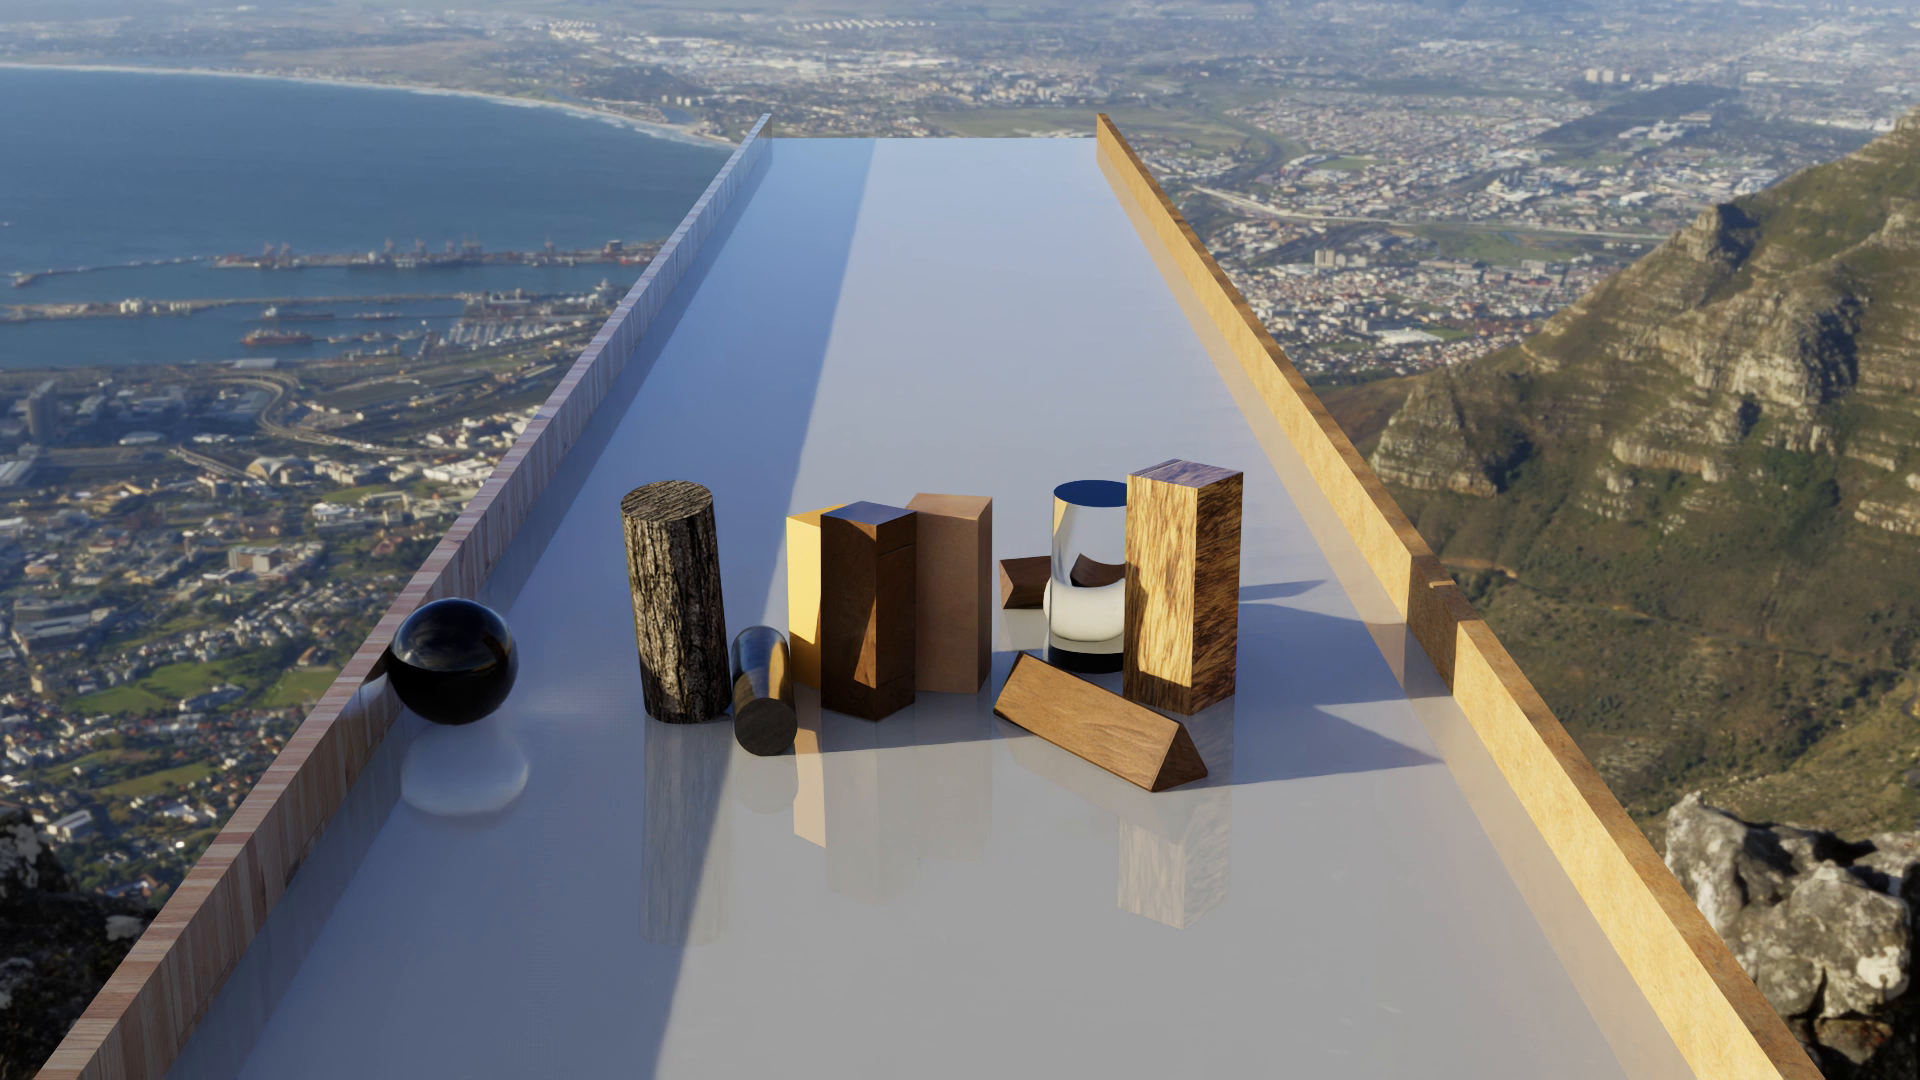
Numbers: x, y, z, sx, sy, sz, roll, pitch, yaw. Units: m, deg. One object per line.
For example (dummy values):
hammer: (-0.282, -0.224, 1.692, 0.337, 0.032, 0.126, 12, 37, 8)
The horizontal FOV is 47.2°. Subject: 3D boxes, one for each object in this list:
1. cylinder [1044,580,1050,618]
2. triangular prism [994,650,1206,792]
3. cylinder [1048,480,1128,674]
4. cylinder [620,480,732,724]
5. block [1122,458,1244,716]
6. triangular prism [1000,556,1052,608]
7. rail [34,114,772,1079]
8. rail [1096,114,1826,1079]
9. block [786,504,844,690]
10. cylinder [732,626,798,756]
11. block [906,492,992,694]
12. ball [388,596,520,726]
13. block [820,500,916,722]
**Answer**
cylinder: (0.343, 0.143, 4.551, 0.330, 0.111, 0.111, 10, 19, 31)
triangular prism: (0.247, 0.314, 3.965, 0.128, 0.111, 0.458, -12, 20, -34)
cylinder: (0.269, 0.072, 4.366, 0.179, 0.345, 0.179, 1, 19, 0)
cylinder: (-0.520, 0.116, 4.052, 0.165, 0.422, 0.165, -2, 28, 1)
block: (0.420, 0.087, 4.159, 0.155, 0.441, 0.155, 13, 21, 37)
triangular prism: (0.247, 0.070, 4.749, 0.322, 0.090, 0.104, -5, -26, -16)
rail: (-1.118, -0.838, 7.780, 0.050, 0.150, 12.000, 0, 17, -1)
rail: (0.932, -0.844, 7.801, 0.050, 0.150, 12.000, 0, 17, -1)
block: (-0.235, 0.115, 4.262, 0.138, 0.329, 0.138, -15, 22, -41)
cylinder: (-0.368, 0.276, 4.103, 0.112, 0.112, 0.402, -2, 17, -6)
block: (-0.025, 0.102, 4.263, 0.149, 0.353, 0.149, 3, 17, 11)
ball: (-0.934, 0.223, 4.060, 0.236, 0.236, 0.236, 0, 17, 0)
block: (-0.172, 0.131, 4.120, 0.128, 0.377, 0.128, 11, 19, 32)
